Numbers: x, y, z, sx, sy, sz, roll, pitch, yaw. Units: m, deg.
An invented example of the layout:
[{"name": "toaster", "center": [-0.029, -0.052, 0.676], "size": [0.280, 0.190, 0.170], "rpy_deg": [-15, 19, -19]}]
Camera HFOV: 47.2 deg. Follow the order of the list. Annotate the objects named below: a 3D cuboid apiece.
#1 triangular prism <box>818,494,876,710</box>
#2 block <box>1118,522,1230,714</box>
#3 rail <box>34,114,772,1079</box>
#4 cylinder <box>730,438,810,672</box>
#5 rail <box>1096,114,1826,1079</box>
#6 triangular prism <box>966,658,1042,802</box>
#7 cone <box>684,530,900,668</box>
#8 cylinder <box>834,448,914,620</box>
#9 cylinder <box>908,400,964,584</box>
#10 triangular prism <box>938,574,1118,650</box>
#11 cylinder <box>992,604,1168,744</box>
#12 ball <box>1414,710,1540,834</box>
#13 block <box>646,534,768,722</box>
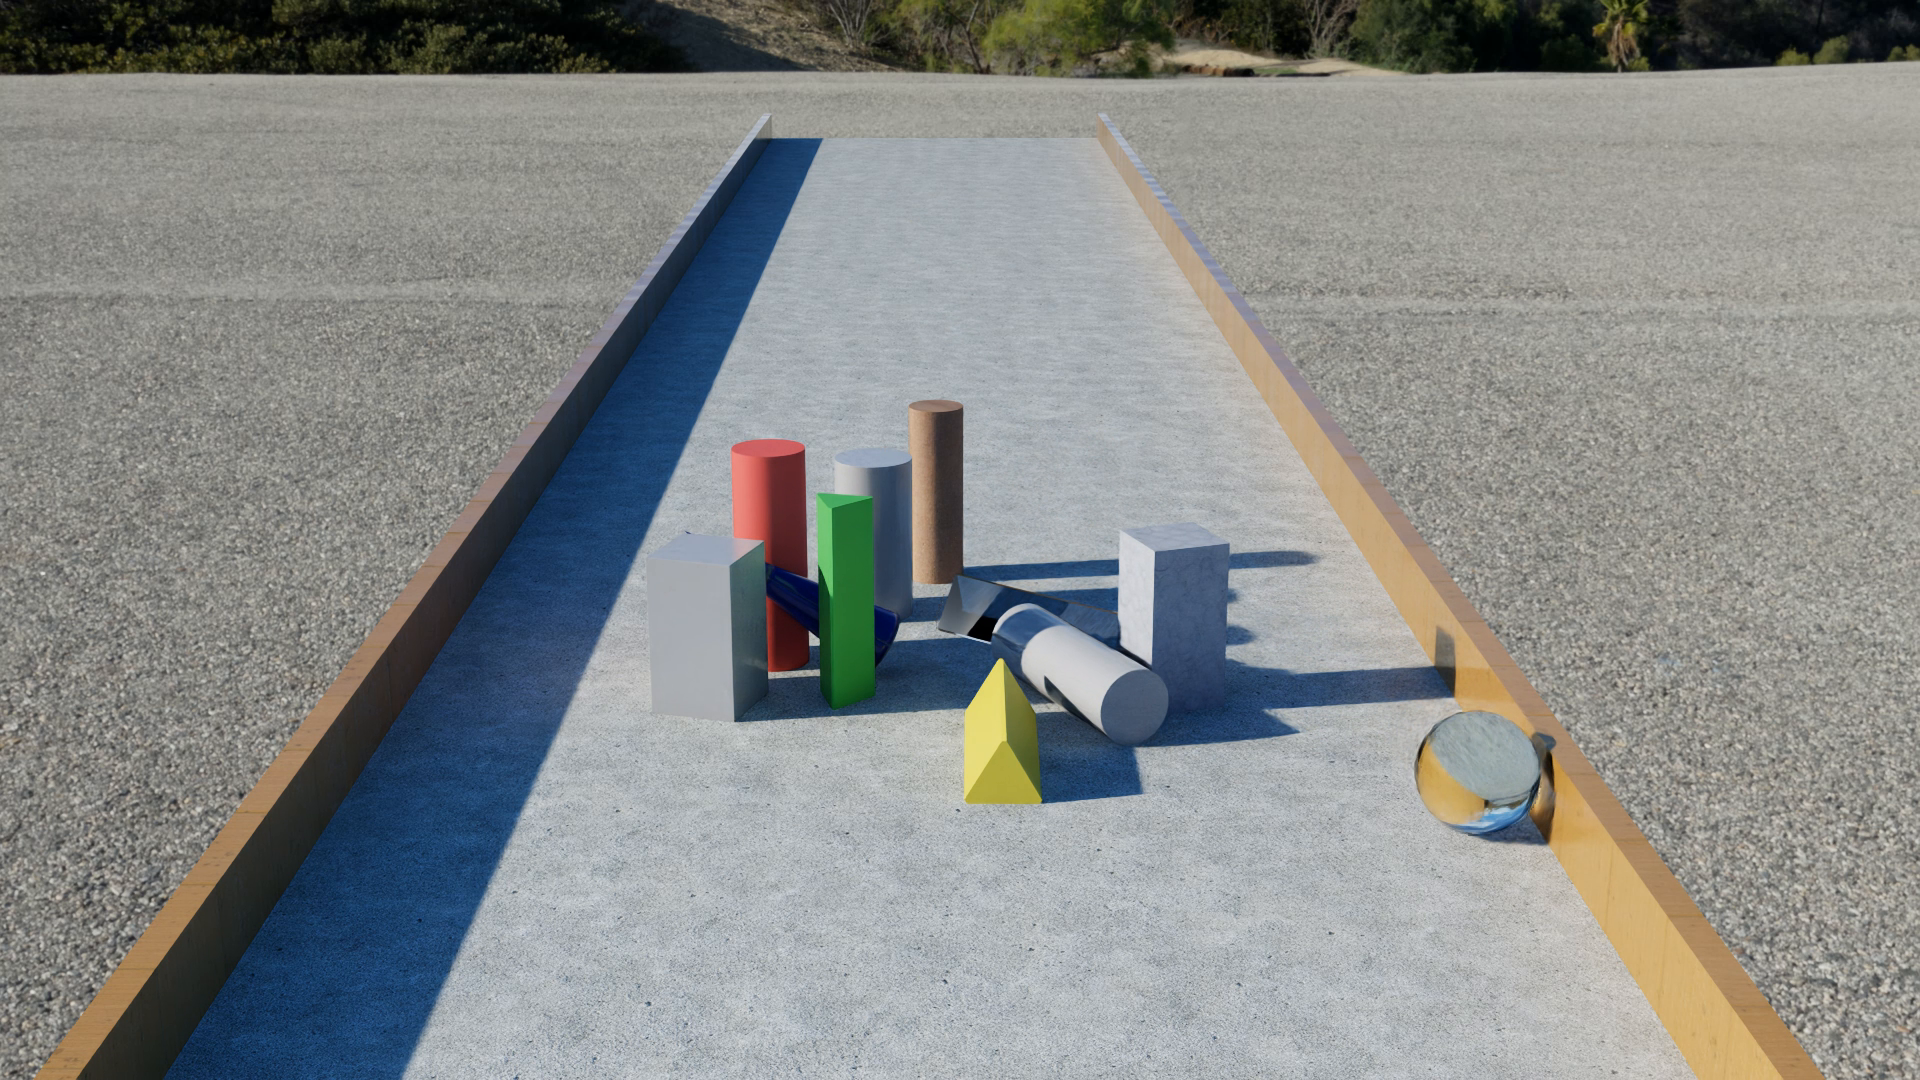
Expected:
[{"name": "triangular prism", "center": [-0.234, 0.110, 4.162], "size": [0.094, 0.395, 0.108], "rpy_deg": [16, 23, 42]}, {"name": "block", "center": [0.401, 0.148, 4.163], "size": [0.153, 0.323, 0.153], "rpy_deg": [-6, 18, -20]}, {"name": "rail", "center": [-1.118, -0.838, 7.780], "size": [0.050, 0.150, 12.000], "rpy_deg": [0, 17, -1]}, {"name": "cylinder", "center": [-0.375, 0.030, 4.355], "size": [0.144, 0.439, 0.144], "rpy_deg": [0, 17, 0]}, {"name": "rail", "center": [0.932, -0.844, 7.801], "size": [0.050, 0.150, 12.000], "rpy_deg": [0, 17, -1]}, {"name": "triangular prism", "center": [0.075, 0.332, 3.904], "size": [0.129, 0.112, 0.409], "rpy_deg": [0, 17, 0]}, {"name": "cone", "center": [-0.342, 0.093, 4.268], "size": [0.455, 0.138, 0.138], "rpy_deg": [31, 8, -18]}, {"name": "cylinder", "center": [-0.182, -0.009, 4.660], "size": [0.164, 0.341, 0.164], "rpy_deg": [0, 17, 0]}, {"name": "cylinder", "center": [-0.053, -0.107, 4.896], "size": [0.121, 0.393, 0.121], "rpy_deg": [0, 17, 0]}, {"name": "triangular prism", "center": [0.170, 0.163, 4.480], "size": [0.459, 0.107, 0.124], "rpy_deg": [13, 21, 37]}, {"name": "cylinder", "center": [0.220, 0.247, 4.144], "size": [0.143, 0.143, 0.425], "rpy_deg": [-8, 18, -26]}, {"name": "ball", "center": [0.846, 0.379, 3.597], "size": [0.202, 0.202, 0.202], "rpy_deg": [0, 17, 0]}, {"name": "block", "center": [-0.474, 0.163, 4.143], "size": [0.168, 0.305, 0.168], "rpy_deg": [5, 17, 17]}]
